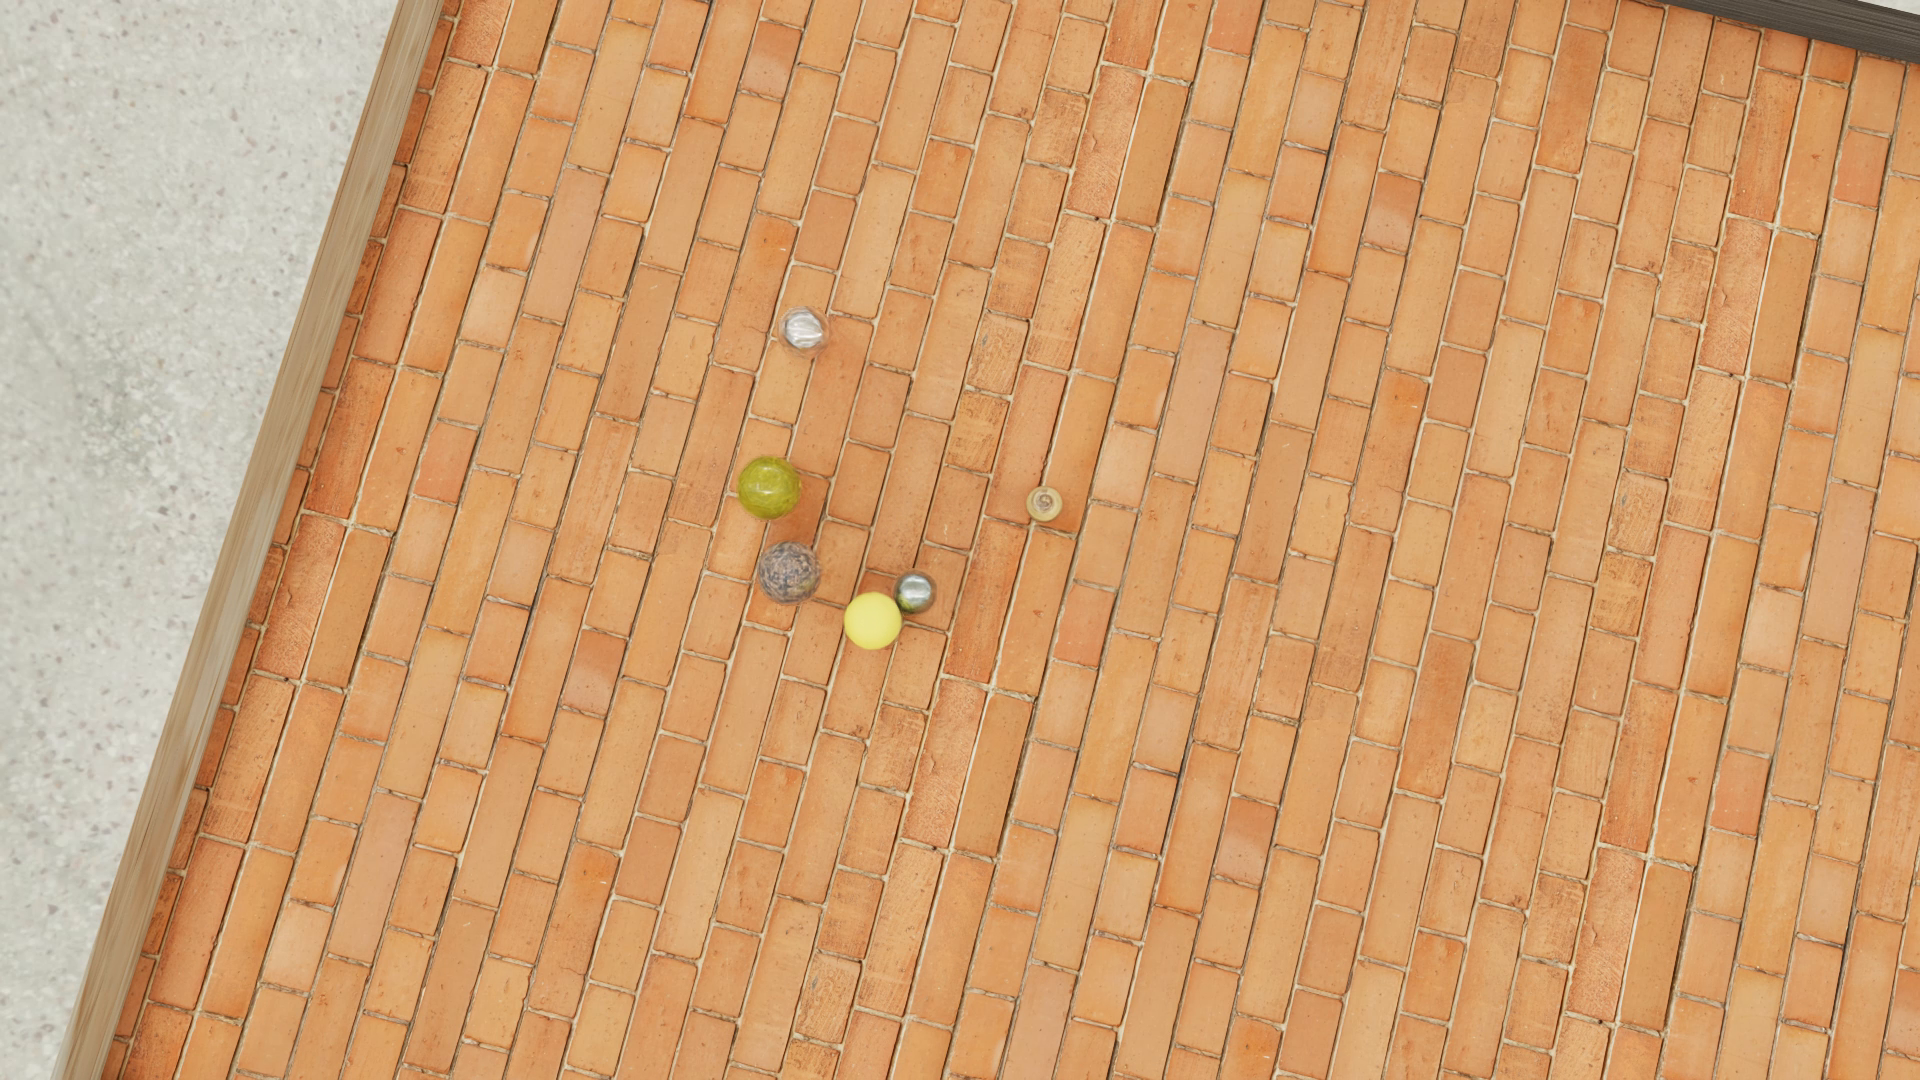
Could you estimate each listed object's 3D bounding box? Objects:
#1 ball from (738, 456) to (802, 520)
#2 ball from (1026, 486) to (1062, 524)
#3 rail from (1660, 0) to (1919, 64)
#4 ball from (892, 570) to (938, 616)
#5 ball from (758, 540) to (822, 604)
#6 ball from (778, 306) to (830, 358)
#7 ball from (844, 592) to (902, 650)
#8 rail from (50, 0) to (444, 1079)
[{"bbox_3d":[-0.284,-0.078,3.287,0.096,0.096,0.096,0,80,0],"label":"ball"},{"bbox_3d":[0.126,-0.053,3.303,0.056,0.056,0.056,0,80,0],"label":"ball"},{"bbox_3d":[1.277,-0.809,3.403,4.130,0.125,0.045,14,80,3],"label":"rail"},{"bbox_3d":[-0.066,0.078,3.273,0.067,0.067,0.067,0,80,0],"label":"ball"},{"bbox_3d":[-0.252,0.048,3.265,0.094,0.094,0.094,0,80,0],"label":"ball"},{"bbox_3d":[-0.236,-0.314,3.339,0.078,0.078,0.078,0,80,0],"label":"ball"},{"bbox_3d":[-0.129,0.119,3.257,0.085,0.085,0.085,0,80,0],"label":"ball"},{"bbox_3d":[-0.977,-0.253,3.303,0.045,0.125,2.269,14,80,3],"label":"rail"}]
